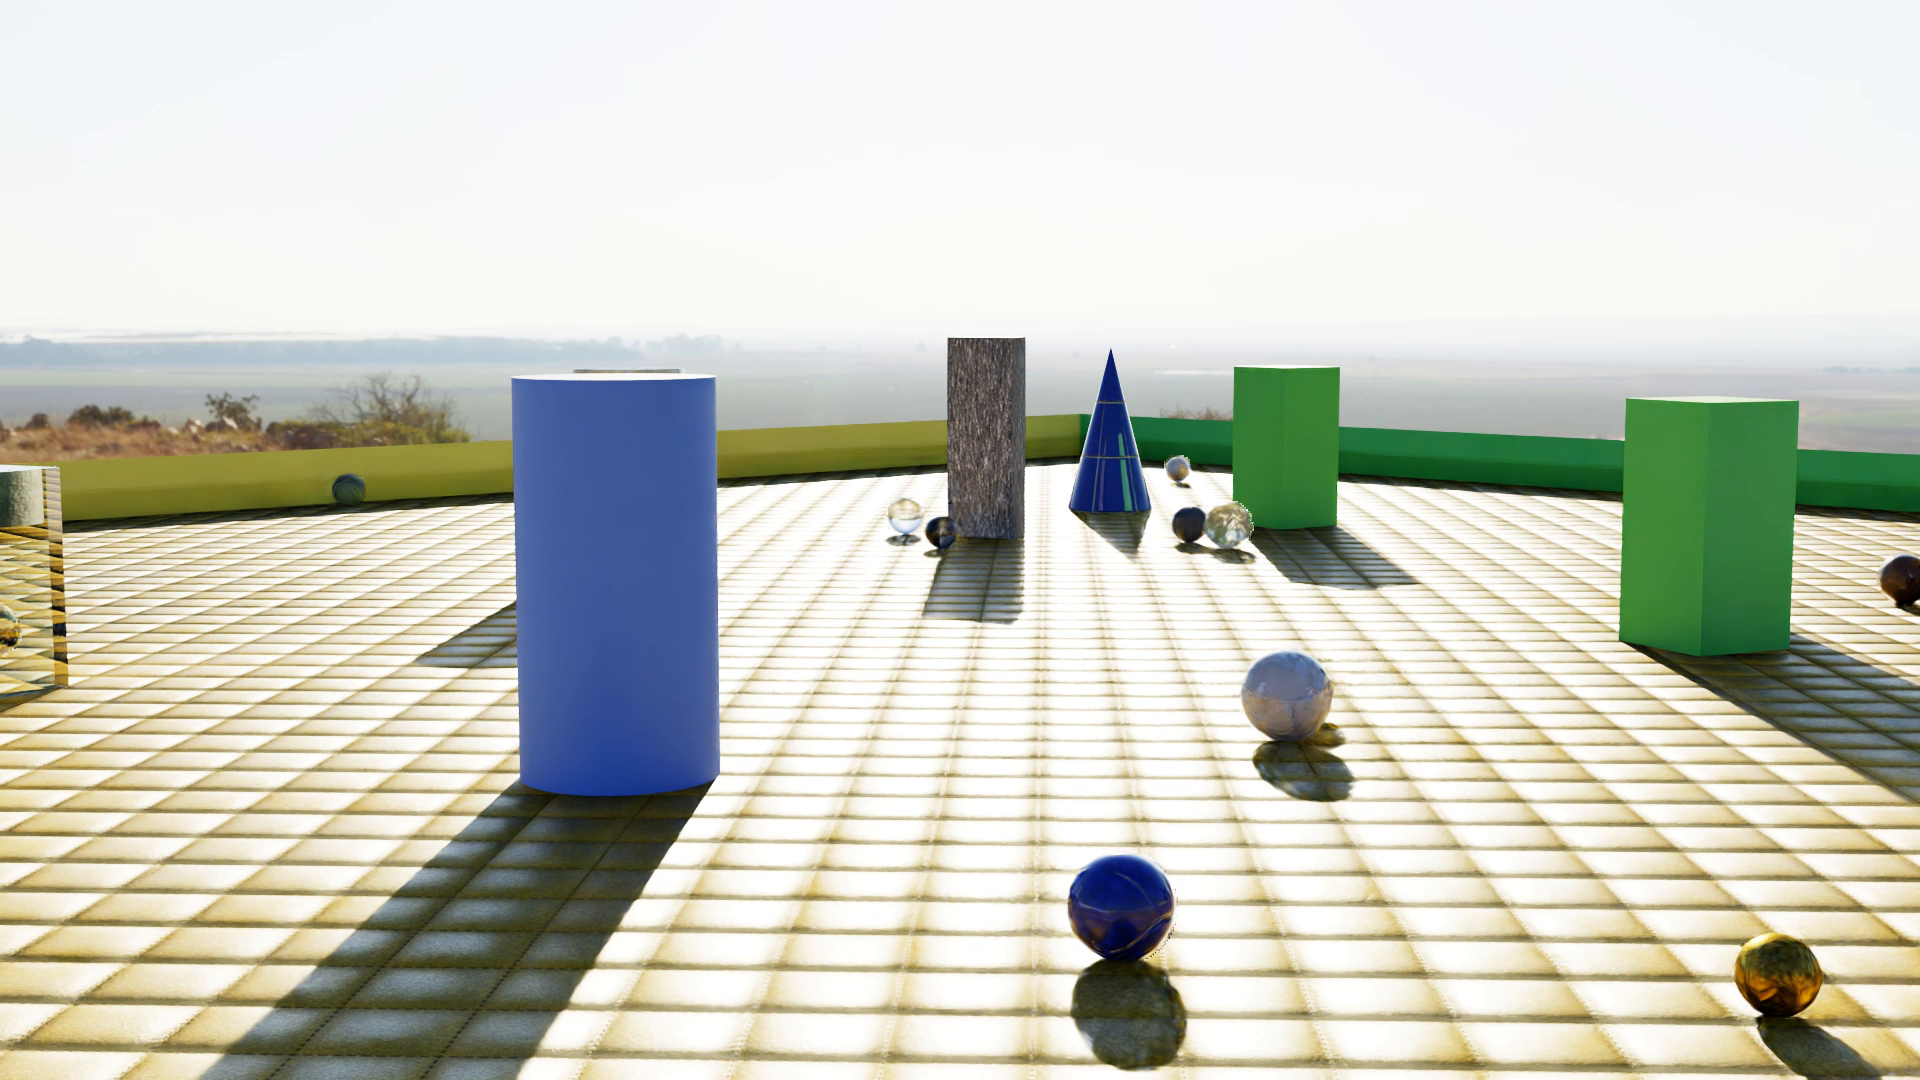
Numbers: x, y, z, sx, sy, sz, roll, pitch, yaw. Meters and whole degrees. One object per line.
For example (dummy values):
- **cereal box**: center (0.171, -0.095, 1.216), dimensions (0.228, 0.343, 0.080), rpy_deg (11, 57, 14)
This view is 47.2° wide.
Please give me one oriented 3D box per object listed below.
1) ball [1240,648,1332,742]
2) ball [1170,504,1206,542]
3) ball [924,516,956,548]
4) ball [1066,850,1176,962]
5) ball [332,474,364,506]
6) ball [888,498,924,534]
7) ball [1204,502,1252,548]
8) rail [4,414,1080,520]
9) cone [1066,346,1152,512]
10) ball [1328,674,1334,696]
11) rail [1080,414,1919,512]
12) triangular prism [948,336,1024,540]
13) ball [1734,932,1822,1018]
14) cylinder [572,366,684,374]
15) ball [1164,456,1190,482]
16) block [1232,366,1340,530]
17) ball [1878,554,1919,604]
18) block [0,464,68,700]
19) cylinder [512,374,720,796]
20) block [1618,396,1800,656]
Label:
- **ball**: center (0.336, 0.160, 2.267), dimensions (0.095, 0.095, 0.095), rpy_deg (0, 6, 0)
- **ball**: center (0.437, -0.031, 4.186), dimensions (0.072, 0.072, 0.072), rpy_deg (0, 6, 0)
- **ball**: center (-0.036, -0.015, 4.088), dimensions (0.060, 0.060, 0.060), rpy_deg (0, 6, 0)
- **ball**: center (0.110, 0.251, 1.506), dimensions (0.075, 0.075, 0.075), rpy_deg (0, 6, 0)
- **ball**: center (-1.383, -0.114, 4.972), dimensions (0.072, 0.072, 0.072), rpy_deg (0, 6, 0)
- **ball**: center (-0.107, -0.047, 4.339), dimensions (0.073, 0.073, 0.073), rpy_deg (0, 6, 0)
- **ball**: center (0.496, -0.027, 4.077), dimensions (0.087, 0.087, 0.087), rpy_deg (0, 6, 0)
- **rail**: center (-1.492, -0.137, 4.941), dimensions (5.095, 0.124, 0.045), rpy_deg (-6, 8, -42)
- **cone**: center (0.333, -0.249, 4.871), dimensions (0.190, 0.361, 0.190), rpy_deg (0, 6, 0)
- **ball**: center (0.377, 0.163, 2.402), dimensions (0.061, 0.061, 0.061), rpy_deg (0, 6, 0)
- **rail**: center (1.855, -0.147, 5.034), dimensions (0.045, 0.124, 4.449), rpy_deg (-6, 8, -42)
- **triangular prism**: center (0.084, -0.205, 4.330), dimensions (0.165, 0.388, 0.143), rpy_deg (5, 8, 37)
- **ball**: center (0.515, 0.274, 1.386), dimensions (0.052, 0.052, 0.052), rpy_deg (0, 6, 0)
- **cylinder**: center (-0.572, -0.127, 3.809), dimensions (0.190, 0.341, 0.190), rpy_deg (0, 6, 0)
- **ball**: center (0.558, -0.181, 5.637), dimensions (0.066, 0.066, 0.066), rpy_deg (0, 6, 0)
- **block**: center (0.670, -0.194, 4.525), dimensions (0.152, 0.325, 0.152), rpy_deg (-4, 7, -35)
- **ball**: center (1.428, 0.059, 3.322), dimensions (0.075, 0.075, 0.075), rpy_deg (0, 6, 0)
- **block**: center (-1.155, 0.048, 2.551), dimensions (0.152, 0.259, 0.152), rpy_deg (3, 7, 25)
- **cylinder**: center (-0.325, 0.035, 2.088), dimensions (0.190, 0.380, 0.190), rpy_deg (0, 6, 0)
- **block**: center (0.986, -0.023, 2.902), dimensions (0.152, 0.325, 0.152), rpy_deg (-3, 7, -24)
